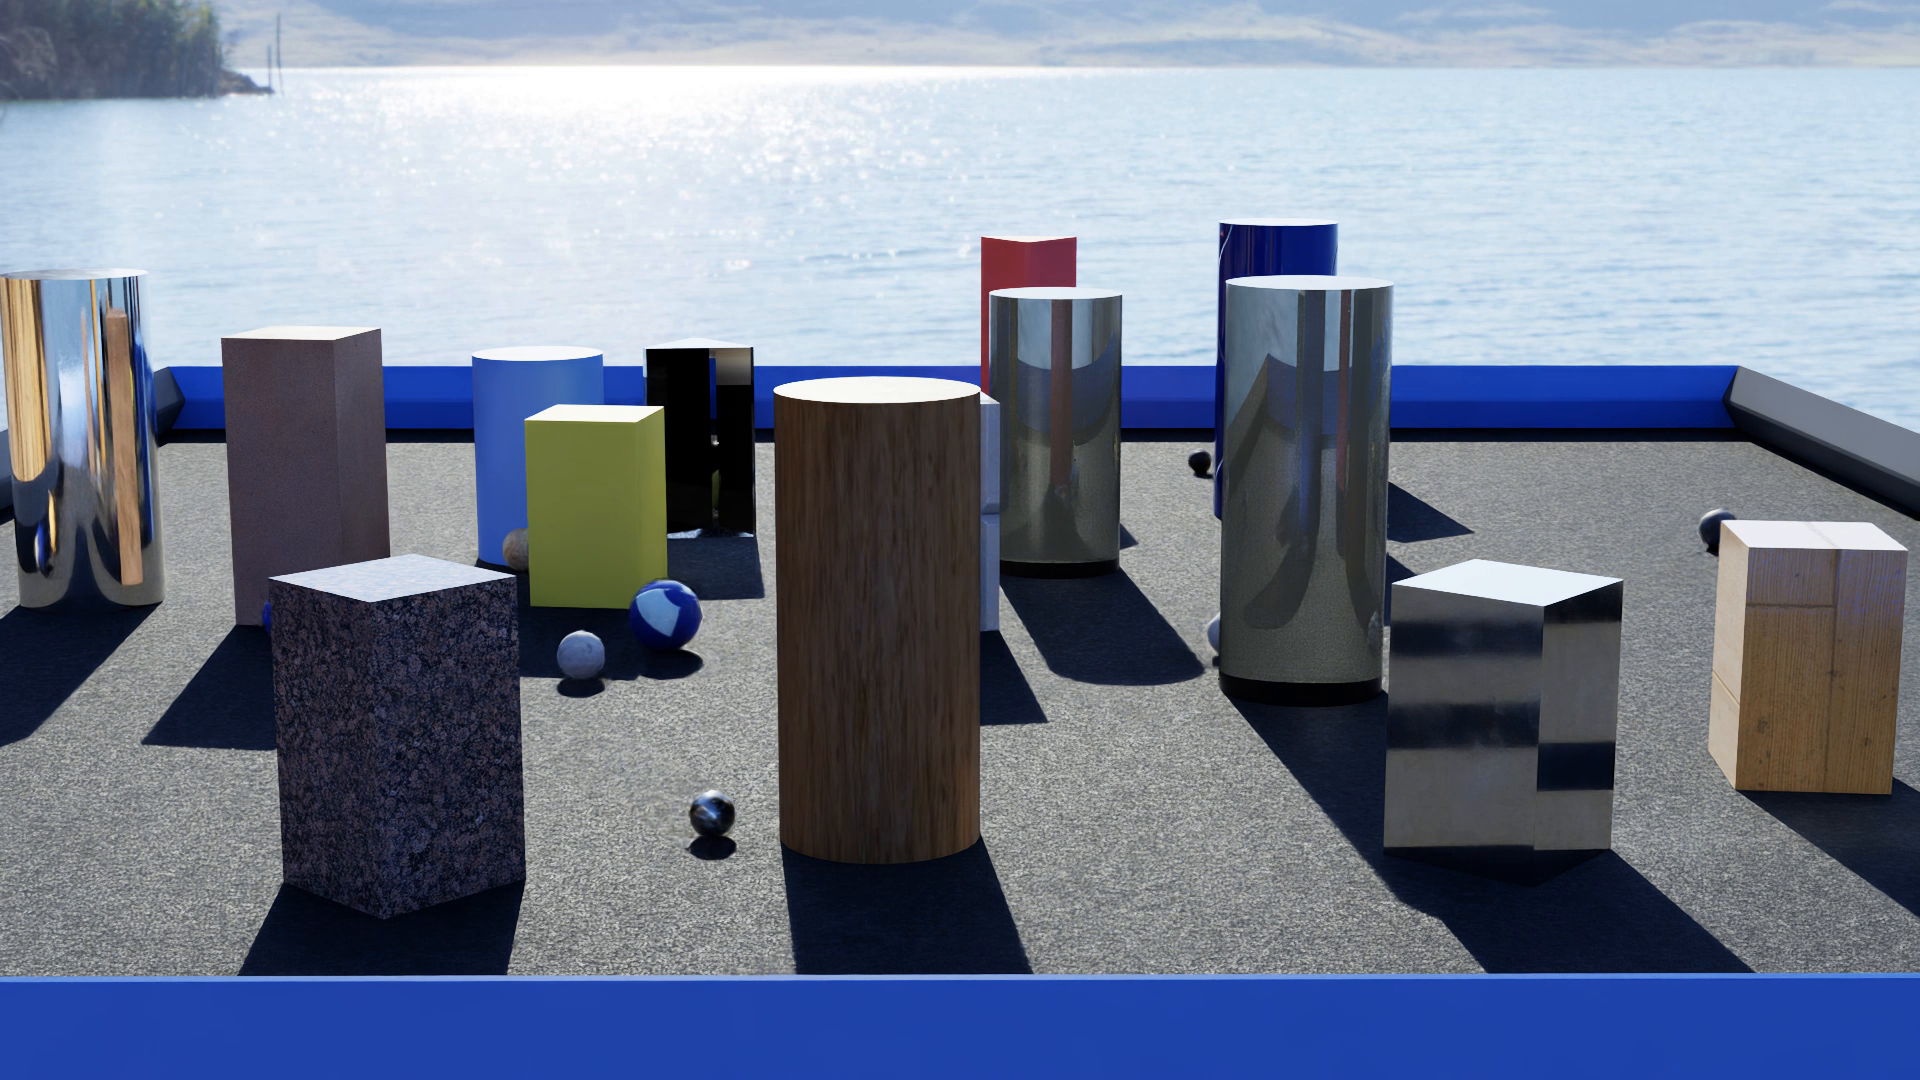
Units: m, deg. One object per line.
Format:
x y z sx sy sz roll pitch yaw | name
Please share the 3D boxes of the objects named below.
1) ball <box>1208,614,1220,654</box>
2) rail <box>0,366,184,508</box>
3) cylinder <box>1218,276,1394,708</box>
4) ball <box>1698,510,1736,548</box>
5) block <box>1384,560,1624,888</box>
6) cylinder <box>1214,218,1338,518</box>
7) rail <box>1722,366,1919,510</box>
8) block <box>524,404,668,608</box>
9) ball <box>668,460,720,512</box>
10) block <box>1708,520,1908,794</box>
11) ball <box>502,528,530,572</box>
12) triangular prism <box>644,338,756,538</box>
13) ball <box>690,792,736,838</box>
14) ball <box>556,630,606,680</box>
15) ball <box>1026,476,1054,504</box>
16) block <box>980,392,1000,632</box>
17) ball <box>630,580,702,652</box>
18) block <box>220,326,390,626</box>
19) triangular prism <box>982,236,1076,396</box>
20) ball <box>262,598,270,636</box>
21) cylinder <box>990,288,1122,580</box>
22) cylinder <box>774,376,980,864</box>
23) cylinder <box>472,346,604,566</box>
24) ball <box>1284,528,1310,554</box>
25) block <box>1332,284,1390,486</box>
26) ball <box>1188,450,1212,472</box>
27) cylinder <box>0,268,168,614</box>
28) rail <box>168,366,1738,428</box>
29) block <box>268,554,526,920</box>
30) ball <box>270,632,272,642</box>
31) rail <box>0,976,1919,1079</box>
0.336 0.116 3.188 0.057 0.057 0.057 0 11 0 | ball
-1.559 0.034 3.440 0.045 0.125 3.512 0 11 0 | rail
0.401 -0.061 2.988 0.192 0.478 0.192 0 11 0 | cylinder
1.153 -0.017 3.898 0.059 0.059 0.059 0 11 0 | ball
0.503 0.165 2.377 0.154 0.258 0.154 9 14 39 | block
0.510 -0.276 4.154 0.192 0.476 0.192 0 11 0 | cylinder
1.559 0.030 3.458 0.045 0.125 3.512 0 11 0 | rail
-0.498 -0.048 3.527 0.154 0.255 0.154 1 11 7 | block
-0.435 -0.087 4.205 0.085 0.085 0.085 0 11 0 | ball
0.872 0.118 2.649 0.154 0.251 0.154 1 11 6 | block
-0.632 0.014 3.720 0.064 0.064 0.064 0 11 0 | ball
-0.411 -0.163 4.036 0.166 0.296 0.144 -1 11 -7 | triangular prism
-0.236 0.261 2.442 0.044 0.044 0.044 0 11 0 | ball
-0.453 0.138 3.070 0.058 0.058 0.058 0 11 0 | ball
0.134 -0.085 4.295 0.047 0.047 0.047 0 11 0 | ball
-0.039 -0.040 3.369 0.154 0.297 0.154 -2 11 -11 | block
-0.369 0.095 3.213 0.090 0.090 0.090 0 11 0 | ball
-0.862 -0.086 3.398 0.154 0.378 0.154 2 11 10 | block
0.100 -0.322 4.540 0.144 0.424 0.166 7 12 32 | triangular prism
-0.851 0.097 3.257 0.069 0.069 0.069 0 11 0 | ball
0.138 -0.158 3.725 0.192 0.400 0.192 0 11 0 | cylinder
-0.077 0.071 2.418 0.192 0.428 0.192 0 11 0 | cylinder
-0.625 -0.127 3.824 0.192 0.303 0.192 0 11 0 | cylinder
0.506 0.001 3.854 0.040 0.040 0.040 0 11 0 | ball
0.647 -0.277 4.542 0.154 0.334 0.154 -7 13 -34 | block
0.432 -0.141 4.616 0.041 0.041 0.041 0 11 0 | ball
-1.189 -0.137 3.483 0.192 0.447 0.192 0 11 0 | cylinder
-0.010 -0.285 5.152 3.166 0.125 0.045 0 11 0 | rail
-0.501 0.170 2.291 0.154 0.279 0.154 10 14 42 | block
-0.809 0.115 3.150 0.074 0.074 0.074 0 11 0 | ball
0.010 0.349 1.746 3.166 0.125 0.045 0 11 0 | rail
